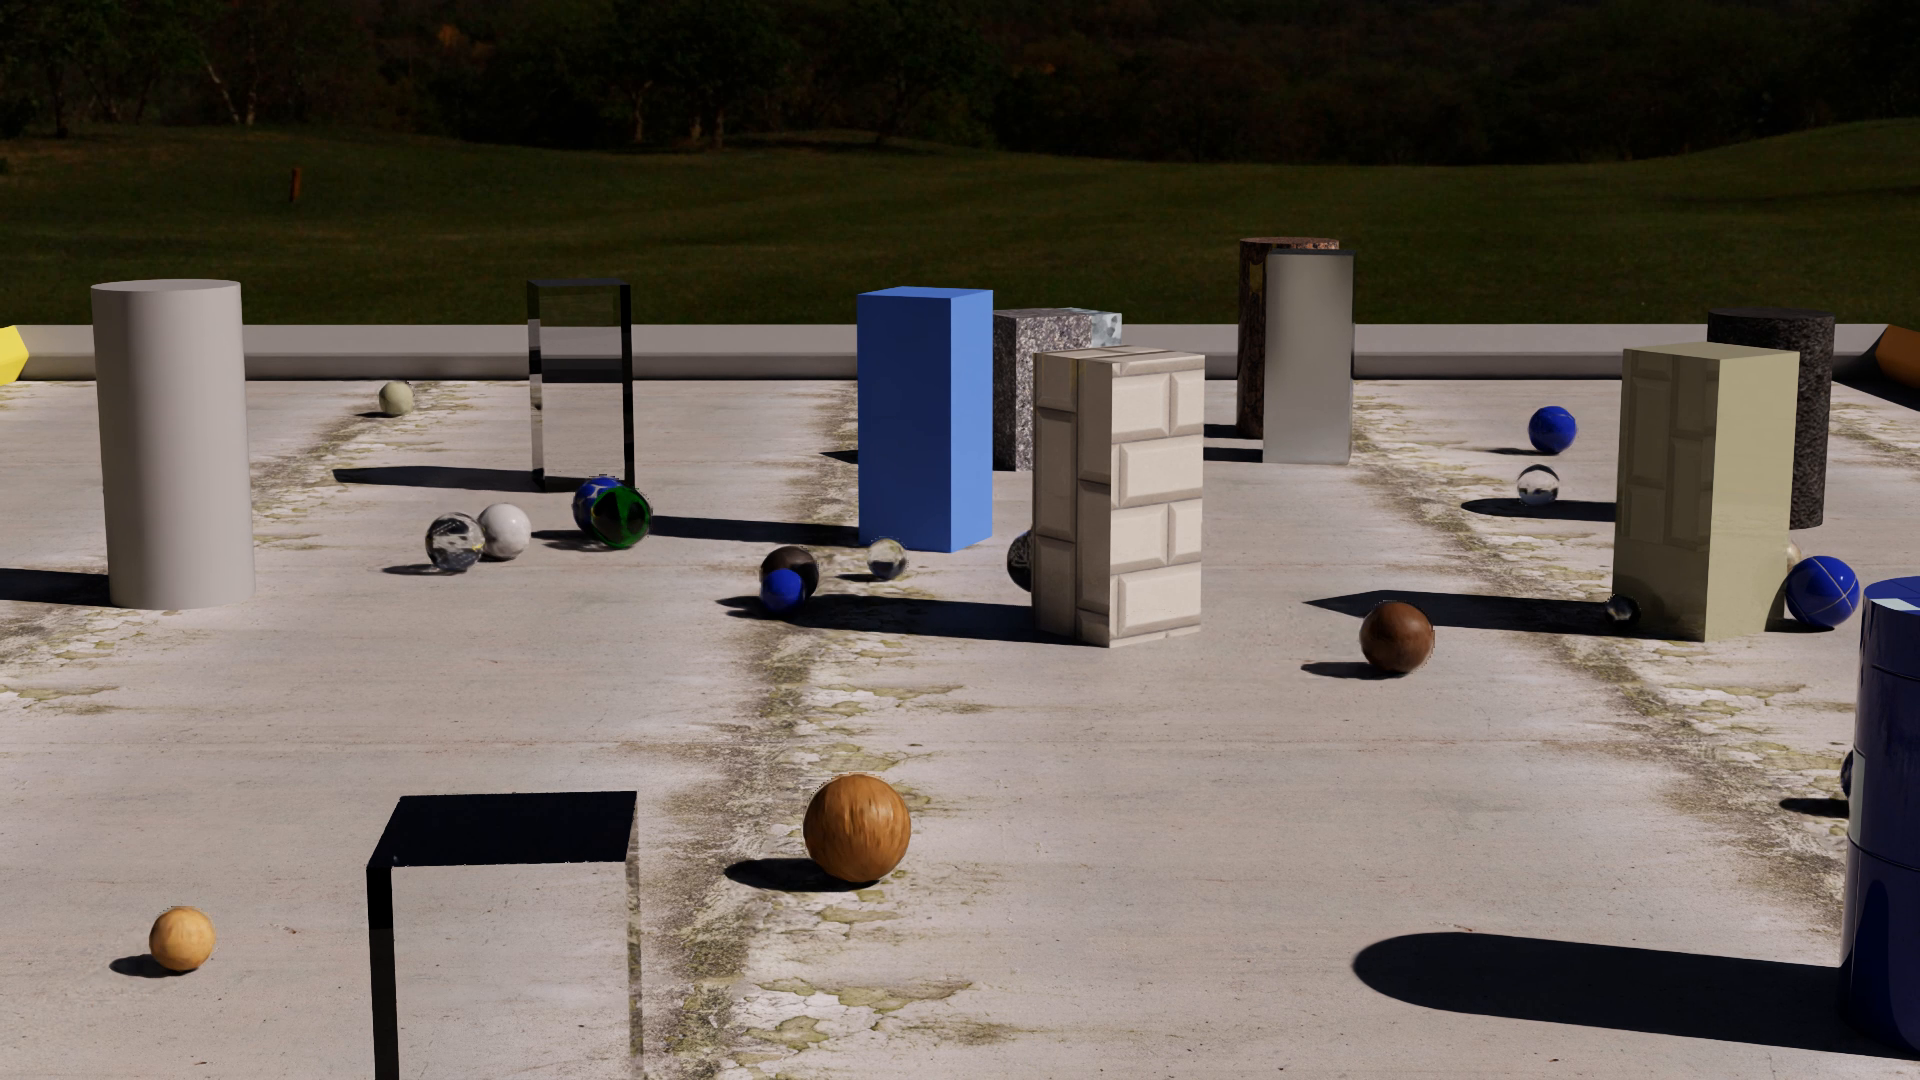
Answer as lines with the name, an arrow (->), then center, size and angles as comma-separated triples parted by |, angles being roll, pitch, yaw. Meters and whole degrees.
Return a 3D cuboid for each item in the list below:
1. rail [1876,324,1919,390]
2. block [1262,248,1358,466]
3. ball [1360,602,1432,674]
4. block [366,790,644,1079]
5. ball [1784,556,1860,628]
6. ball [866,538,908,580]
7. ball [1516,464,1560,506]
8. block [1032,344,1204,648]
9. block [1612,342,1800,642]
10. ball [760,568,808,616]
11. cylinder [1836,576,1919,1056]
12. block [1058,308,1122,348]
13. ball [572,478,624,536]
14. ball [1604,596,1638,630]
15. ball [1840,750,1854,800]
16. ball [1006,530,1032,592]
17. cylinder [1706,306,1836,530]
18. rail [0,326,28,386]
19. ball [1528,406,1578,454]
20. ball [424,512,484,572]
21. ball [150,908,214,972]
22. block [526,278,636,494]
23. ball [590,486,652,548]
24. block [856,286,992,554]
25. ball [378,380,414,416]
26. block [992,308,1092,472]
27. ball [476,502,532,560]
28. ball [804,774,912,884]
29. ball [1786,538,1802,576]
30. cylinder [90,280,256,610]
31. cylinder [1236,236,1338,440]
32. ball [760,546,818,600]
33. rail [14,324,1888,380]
rail -> 2.162, 0.030, 3.461 | 0.045, 0.126, 5.170 | 0, 11, 0
block -> 0.651, -0.342, 4.766 | 0.156, 0.385, 0.156 | 2, 11, 11
ball -> 0.527, 0.118, 3.098 | 0.088, 0.088, 0.088 | 0, 11, 0
block -> -0.287, 0.305, 1.653 | 0.156, 0.249, 0.156 | -1, 11, -4
ball -> 1.125, 0.068, 3.348 | 0.096, 0.096, 0.096 | 0, 11, 0
ball -> -0.105, 0.027, 3.669 | 0.059, 0.059, 0.059 | 0, 11, 0
ball -> 0.963, -0.091, 4.271 | 0.070, 0.070, 0.070 | 0, 11, 0
block -> 0.203, -0.061, 3.315 | 0.156, 0.361, 0.156 | -8, 13, -37
block -> 0.969, -0.067, 3.343 | 0.156, 0.362, 0.156 | -7, 13, -34
ball -> -0.235, 0.070, 3.423 | 0.064, 0.064, 0.064 | 0, 11, 0
cylinder -> 0.778, 0.208, 1.947 | 0.194, 0.332, 0.194 | 0, 11, 0
block -> 0.206, -0.323, 5.039 | 0.156, 0.247, 0.156 | -8, 13, -36
ball -> -0.556, -0.051, 3.989 | 0.095, 0.095, 0.095 | 0, 11, 0
ball -> 0.862, 0.095, 3.345 | 0.044, 0.044, 0.044 | 0, 11, 0
ball -> 0.903, 0.234, 2.526 | 0.069, 0.069, 0.069 | 0, 11, 0
ball -> 0.104, 0.028, 3.408 | 0.085, 0.085, 0.085 | 0, 11, 0
cylinder -> 1.295, -0.198, 4.124 | 0.194, 0.335, 0.194 | 0, 11, 0
rail -> -2.162, 0.035, 3.437 | 0.045, 0.126, 5.170 | 0, 11, 0
ball -> 1.118, -0.208, 4.845 | 0.091, 0.091, 0.091 | 0, 11, 0
ball -> -0.731, 0.003, 3.714 | 0.086, 0.086, 0.086 | 0, 11, 0
ball -> -0.632, 0.325, 2.086 | 0.051, 0.051, 0.051 | 0, 11, 0
block -> -0.661, -0.272, 4.469 | 0.156, 0.354, 0.156 | -3, 11, -17
ball -> -0.516, -0.035, 3.905 | 0.094, 0.094, 0.094 | 0, 11, 0
block -> -0.052, -0.188, 3.933 | 0.156, 0.384, 0.156 | 5, 12, 24
ball -> -1.180, -0.296, 5.368 | 0.074, 0.074, 0.074 | 0, 11, 0
block -> 0.134, -0.279, 4.718 | 0.156, 0.277, 0.156 | -5, 12, -27
ball -> -0.679, -0.013, 3.815 | 0.084, 0.084, 0.084 | 0, 11, 0
ball -> -0.092, 0.260, 2.309 | 0.097, 0.097, 0.097 | 0, 11, 0
ball -> 1.150, 0.030, 3.619 | 0.072, 0.072, 0.072 | 0, 11, 0
cylinder -> -1.077, -0.134, 3.520 | 0.194, 0.431, 0.194 | 0, 11, 0
cylinder -> 0.647, -0.401, 5.080 | 0.194, 0.385, 0.194 | 0, 11, 0
ball -> -0.233, 0.049, 3.491 | 0.081, 0.081, 0.081 | 0, 11, 0
rail -> -0.015, -0.435, 5.967 | 4.371, 0.126, 0.045 | 0, 11, 0
